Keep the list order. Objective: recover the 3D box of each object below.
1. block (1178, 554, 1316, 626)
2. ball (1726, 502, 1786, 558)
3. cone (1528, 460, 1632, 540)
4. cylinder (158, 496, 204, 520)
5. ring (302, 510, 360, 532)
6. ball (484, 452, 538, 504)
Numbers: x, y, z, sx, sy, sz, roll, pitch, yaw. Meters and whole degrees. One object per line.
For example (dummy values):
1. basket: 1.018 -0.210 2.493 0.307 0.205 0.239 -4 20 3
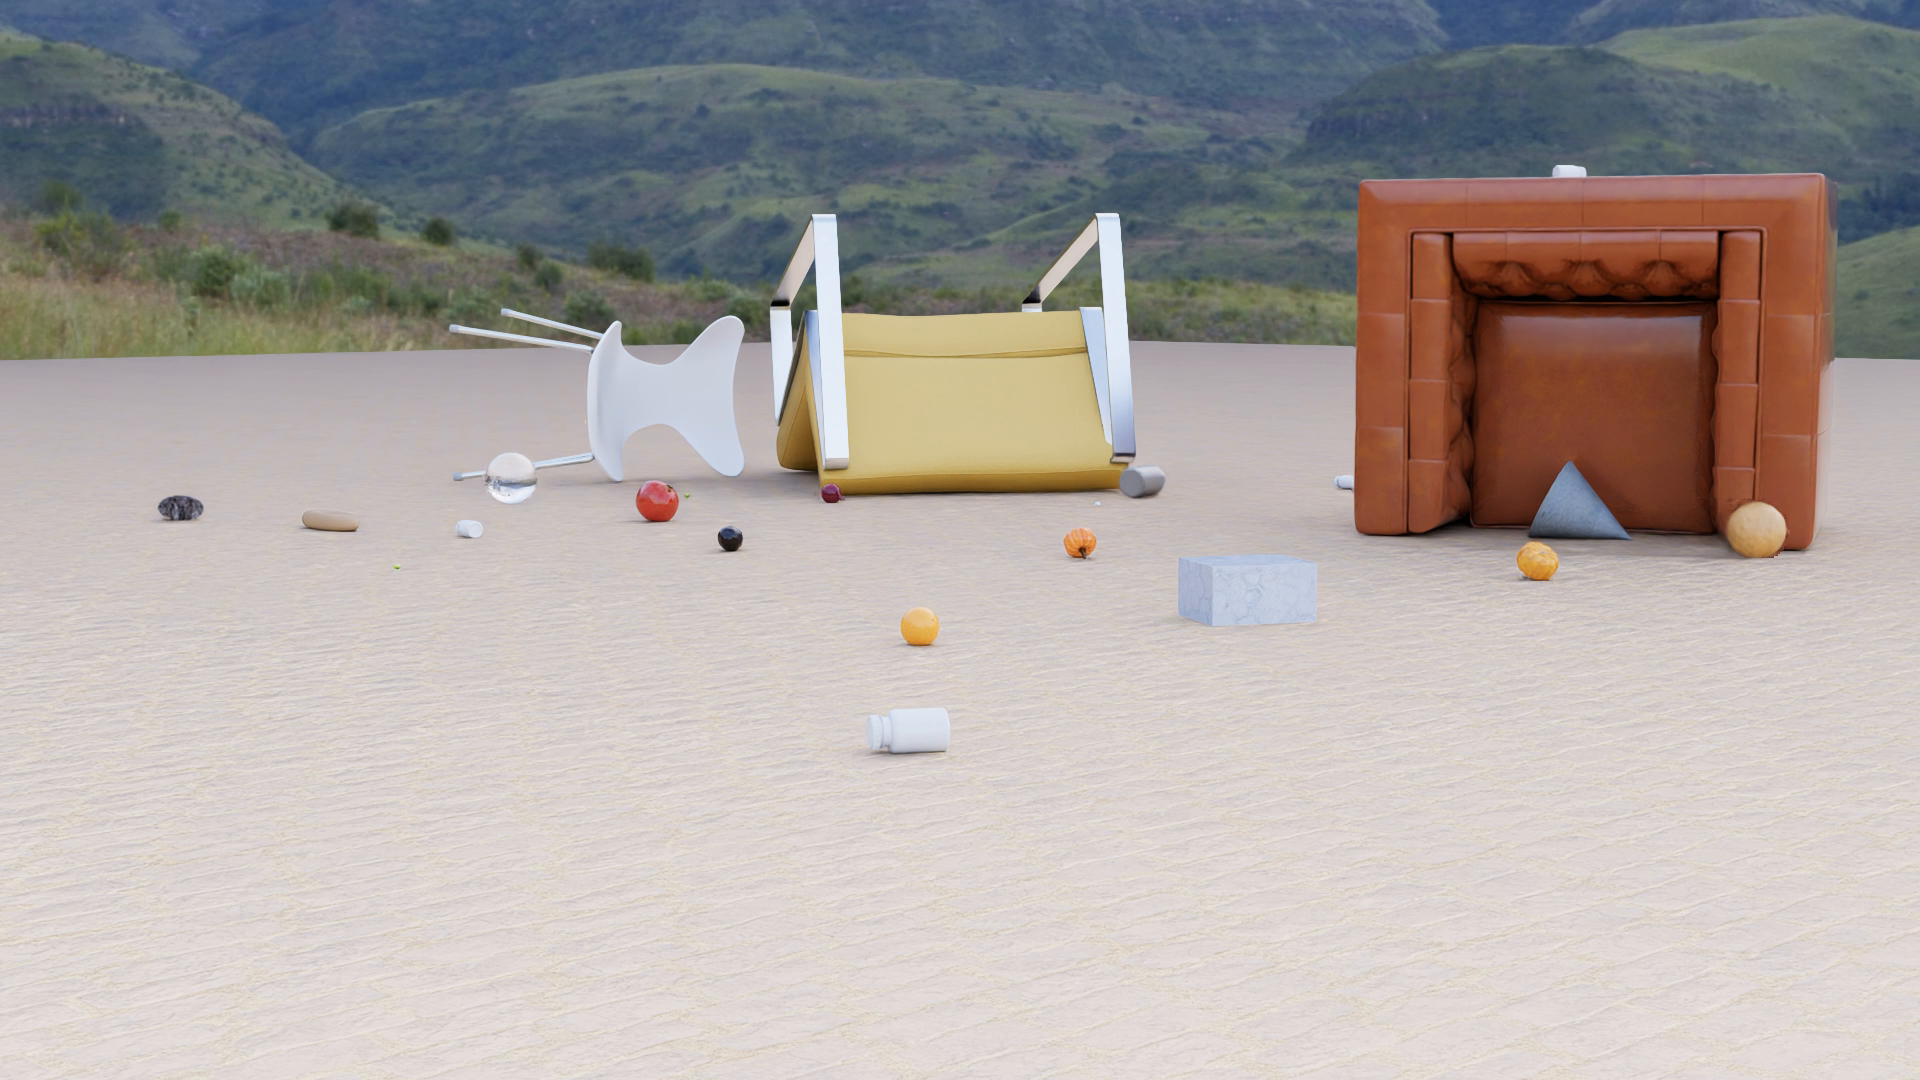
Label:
1. block: 0.553 0.095 4.946 0.213 0.112 0.173 -2 6 -17
2. ball: 1.858 -0.023 5.983 0.133 0.133 0.133 0 6 0
3. cone: 1.584 -0.053 6.446 0.228 0.213 0.255 28 31 15
4. cylinder: -2.109 -0.087 6.945 0.116 0.062 0.061 4 5 -15
5. ring: -1.640 -0.050 6.684 0.221 0.045 0.089 6 7 41
6. ball: -1.298 -0.179 7.421 0.150 0.150 0.150 0 6 0
